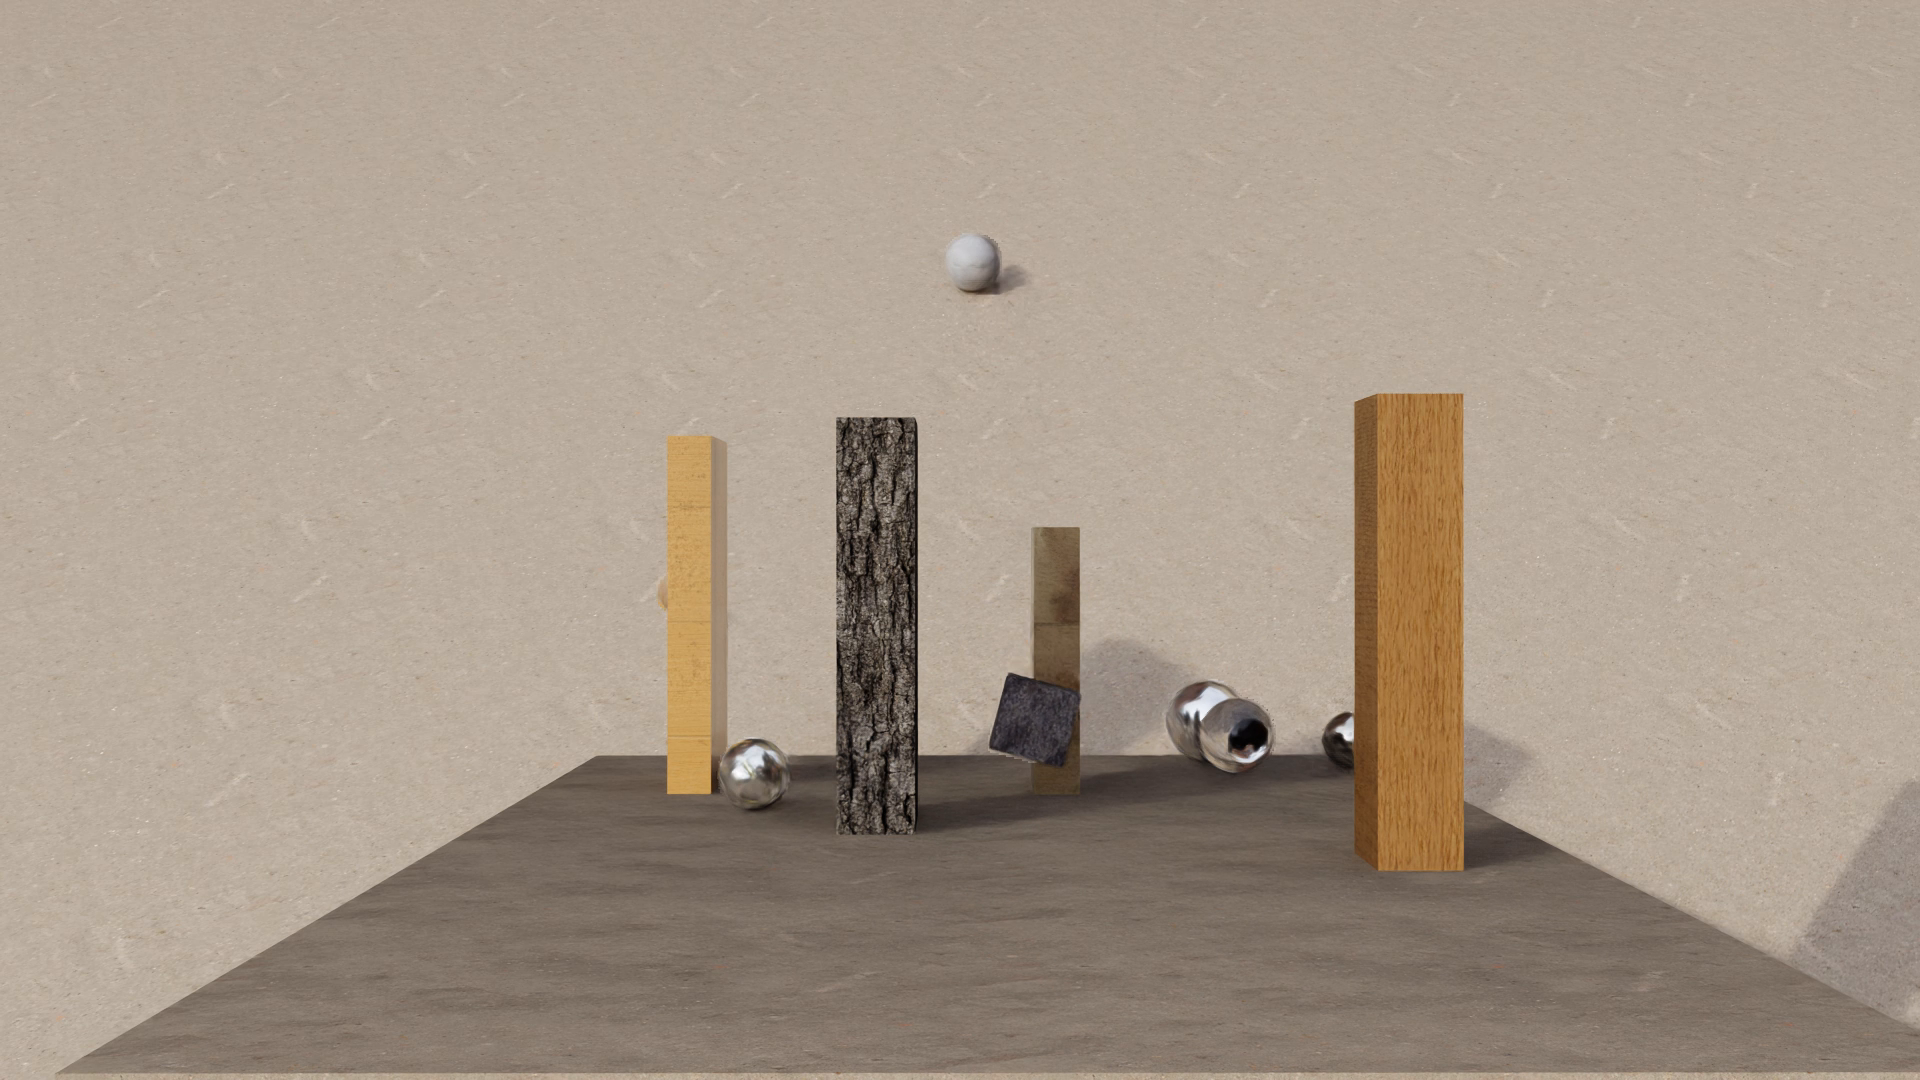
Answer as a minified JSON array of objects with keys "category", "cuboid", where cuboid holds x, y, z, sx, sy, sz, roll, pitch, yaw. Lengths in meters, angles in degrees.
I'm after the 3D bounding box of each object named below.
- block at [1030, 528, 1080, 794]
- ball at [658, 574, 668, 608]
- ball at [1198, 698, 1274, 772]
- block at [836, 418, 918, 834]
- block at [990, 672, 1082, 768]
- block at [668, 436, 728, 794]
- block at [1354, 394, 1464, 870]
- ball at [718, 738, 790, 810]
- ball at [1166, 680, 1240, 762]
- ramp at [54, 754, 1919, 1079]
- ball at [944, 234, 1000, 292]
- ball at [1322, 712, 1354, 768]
[{"category":"block","cuboid":[0.210,0.262,5.750,0.099,0.580,0.265,0,0,0]},{"category":"ball","cuboid":[-0.810,0.147,7.419,0.114,0.114,0.114,0,30,0]},{"category":"ball","cuboid":[0.656,0.464,6.143,0.177,0.177,0.177,0,30,0]},{"category":"block","cuboid":[-0.158,0.161,5.014,0.147,0.781,0.346,0,0,0]},{"category":"block","cuboid":[0.160,0.384,5.538,0.159,0.159,0.159,15,0,0]},{"category":"block","cuboid":[-0.590,0.163,5.833,0.095,0.780,0.401,0,0,0]},{"category":"block","cuboid":[0.766,0.153,4.431,0.143,0.794,0.252,0,0,0]},{"category":"ball","cuboid":[-0.421,0.479,5.301,0.146,0.146,0.146,0,30,0]},{"category":"ball","cuboid":[0.615,0.452,6.457,0.202,0.202,0.202,0,30,0]},{"category":"ramp","cuboid":[0.067,0.601,4.662,2.000,0.100,4.000,0,0,0]},{"category":"ball","cuboid":[0.045,-0.995,9.294,0.204,0.204,0.204,0,30,0]},{"category":"ball","cuboid":[0.946,0.484,6.260,0.137,0.137,0.137,0,30,0]}]
